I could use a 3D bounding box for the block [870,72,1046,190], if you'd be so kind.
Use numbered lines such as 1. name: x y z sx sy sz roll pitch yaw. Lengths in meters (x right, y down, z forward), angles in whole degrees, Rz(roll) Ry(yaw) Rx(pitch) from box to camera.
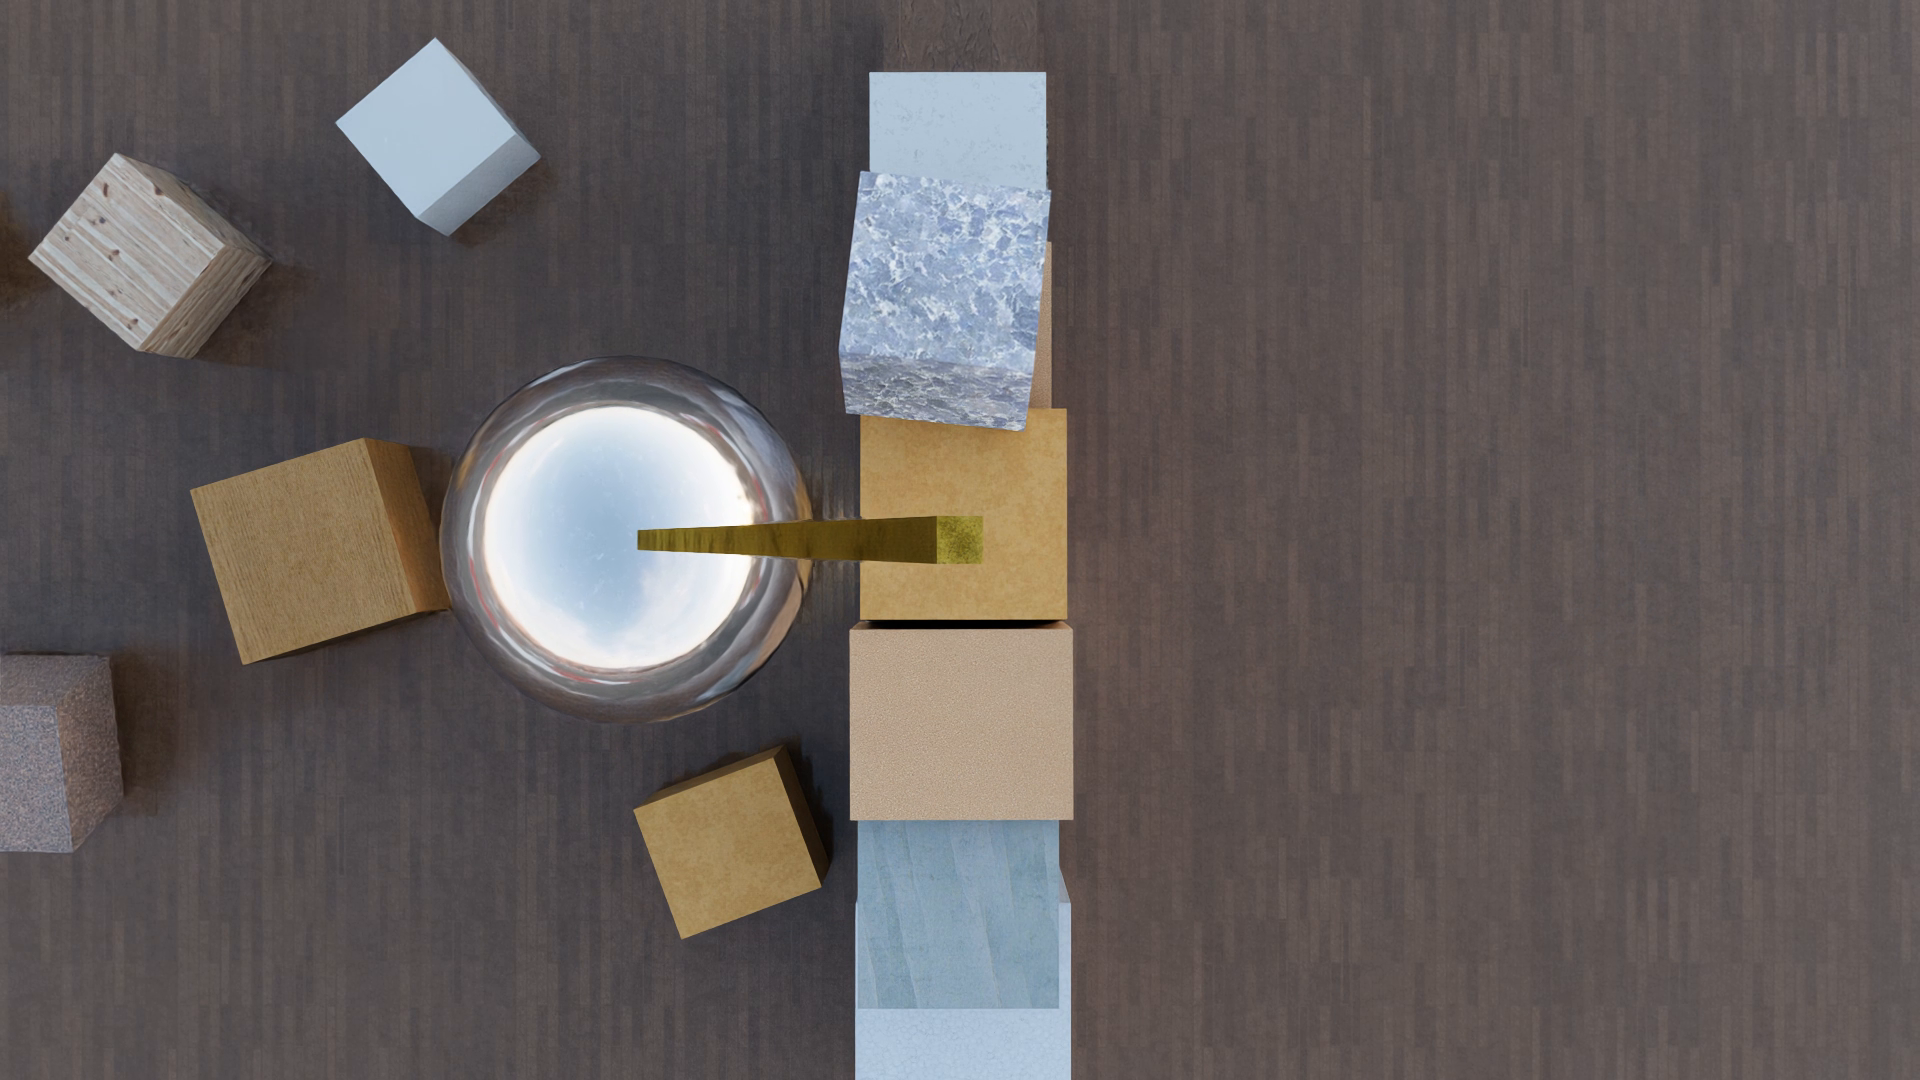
1. block: -0.010 -1.916 11.433 0.884 0.802 0.860 0 90 0

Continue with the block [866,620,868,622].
1. block: 0.010 0.443 12.398 1.032 1.204 0.988 0 90 0

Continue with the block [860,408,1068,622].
1. block: 0.018 -0.103 11.268 1.008 1.059 1.030 0 87 0

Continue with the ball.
1. ball: -1.428 0.000 9.498 1.600 1.600 1.600 0 90 0

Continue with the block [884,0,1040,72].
1. block: 0.011 -2.695 12.532 0.854 0.937 0.854 0 90 0

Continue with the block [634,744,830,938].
1. block: -1.288 1.709 12.590 0.828 0.820 0.766 -20 90 0

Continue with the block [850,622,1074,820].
1. block: 0.007 0.901 11.258 1.088 1.075 0.929 0 90 0

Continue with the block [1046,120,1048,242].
1. block: 0.001 -1.692 12.417 0.949 1.166 1.133 0 90 0

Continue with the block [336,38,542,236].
1. block: -2.975 -2.295 12.623 0.732 0.754 0.697 -40 90 0

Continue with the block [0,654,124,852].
1. block: -5.347 1.202 12.499 0.821 0.762 0.881 1 108 1

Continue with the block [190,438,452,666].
1. block: -3.593 0.062 12.515 0.993 0.969 1.002 -17 90 0

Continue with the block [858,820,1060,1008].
1. block: -0.008 1.849 11.333 0.995 0.921 0.951 0 89 0

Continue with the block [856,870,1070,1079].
1. block: 0.017 2.535 12.396 1.154 1.207 1.174 0 90 0

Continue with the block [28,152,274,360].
1. block: -4.607 -1.605 12.578 0.789 0.822 0.766 40 92 0

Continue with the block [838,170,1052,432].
1. block: -0.069 -1.110 10.397 0.876 0.926 0.873 6 76 1

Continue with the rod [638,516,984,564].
1. rod: -0.619 0.000 6.195 0.080 5.200 0.080 0 90 -14

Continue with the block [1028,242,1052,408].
1. block: 0.018 -1.057 11.393 0.874 0.877 0.852 0 90 0
